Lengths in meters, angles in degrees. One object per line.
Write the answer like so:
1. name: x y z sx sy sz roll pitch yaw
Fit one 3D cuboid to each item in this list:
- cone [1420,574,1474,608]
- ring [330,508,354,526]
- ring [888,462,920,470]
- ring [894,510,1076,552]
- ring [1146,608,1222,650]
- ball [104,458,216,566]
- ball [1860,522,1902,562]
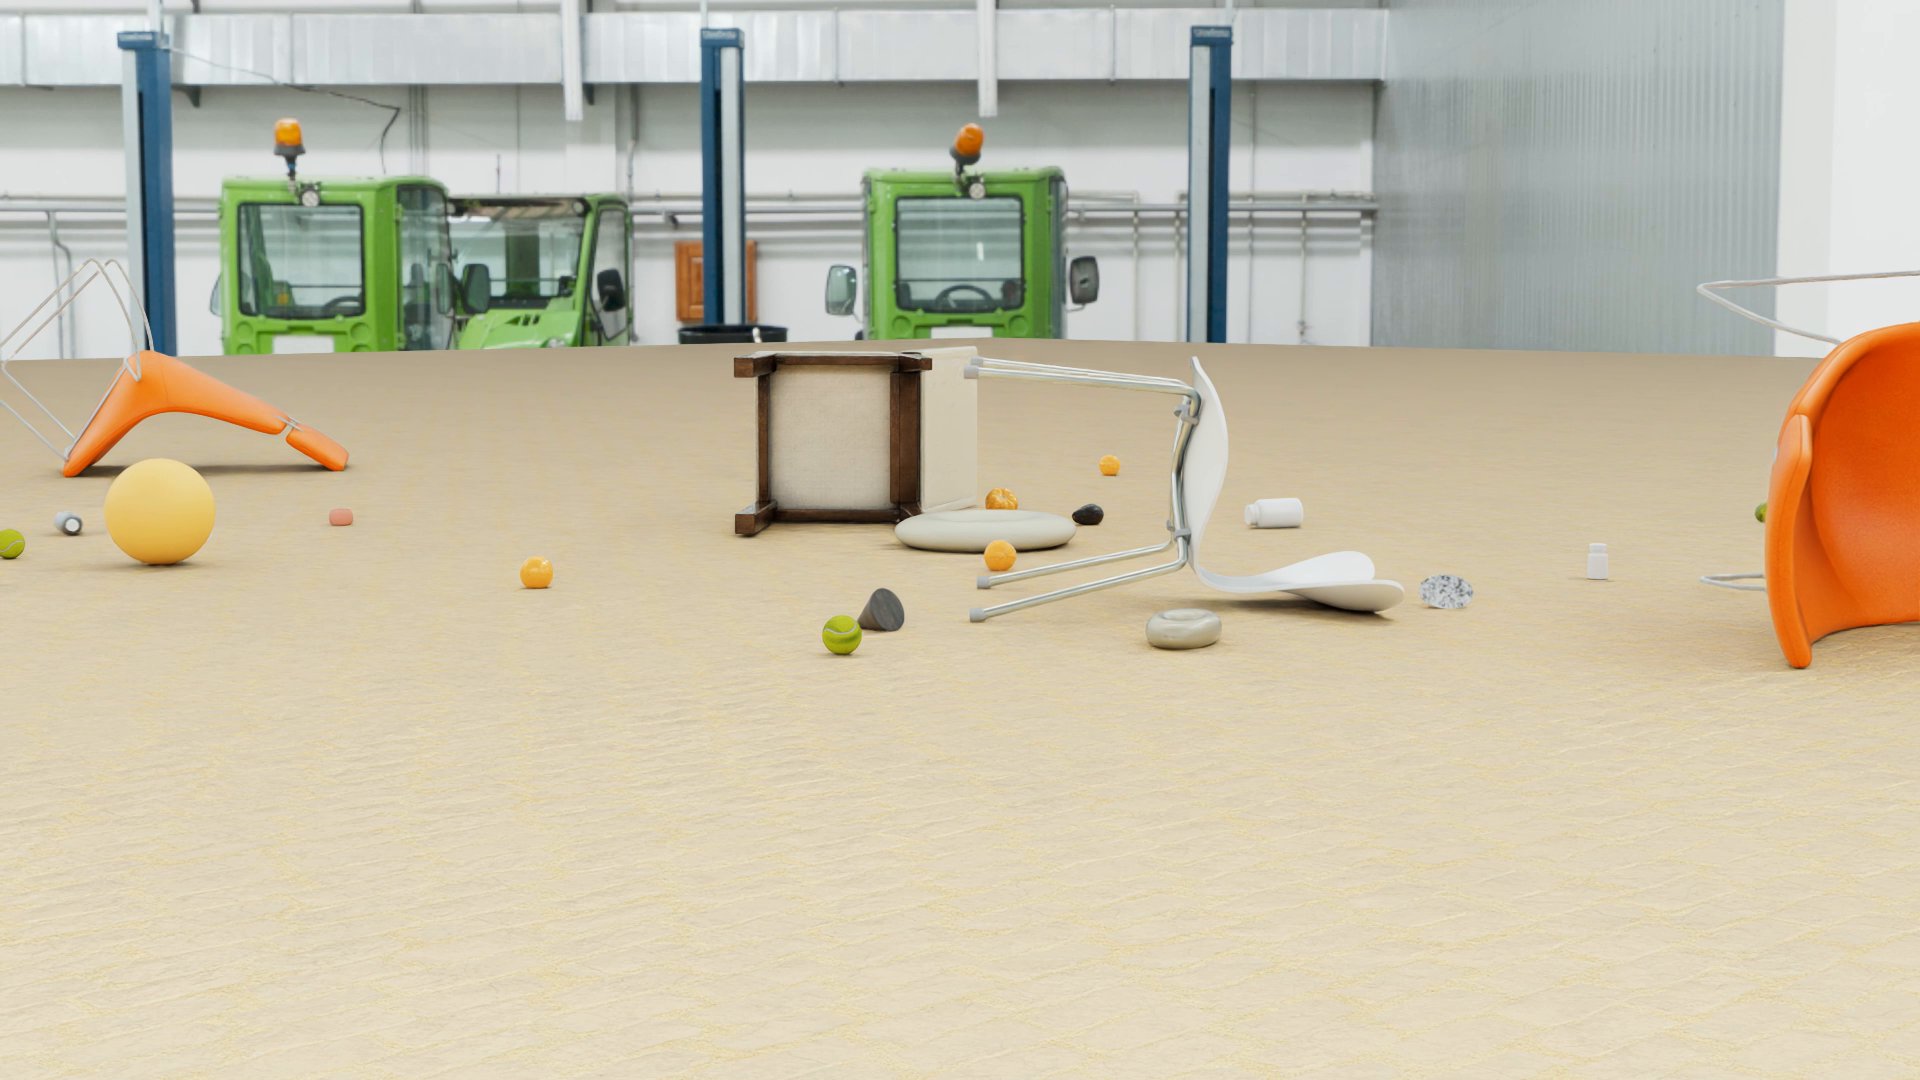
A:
1. cone: 0.965 0.116 5.130 0.111 0.078 0.054 -1 -30 -8
2. ring: -1.640 -0.060 6.799 0.062 0.042 0.067 -5 10 -30
3. ring: -0.191 -0.252 8.756 0.116 0.021 0.105 3 7 34
4. ring: 0.063 -0.023 6.283 0.451 0.073 0.417 -3 7 -21
5. ring: 0.403 0.159 4.614 0.131 0.052 0.226 3 7 18
6. ball: -1.824 -0.065 5.851 0.244 0.244 0.244 0 6 0
7. ball: 2.125 0.005 5.917 0.092 0.092 0.092 0 6 0
